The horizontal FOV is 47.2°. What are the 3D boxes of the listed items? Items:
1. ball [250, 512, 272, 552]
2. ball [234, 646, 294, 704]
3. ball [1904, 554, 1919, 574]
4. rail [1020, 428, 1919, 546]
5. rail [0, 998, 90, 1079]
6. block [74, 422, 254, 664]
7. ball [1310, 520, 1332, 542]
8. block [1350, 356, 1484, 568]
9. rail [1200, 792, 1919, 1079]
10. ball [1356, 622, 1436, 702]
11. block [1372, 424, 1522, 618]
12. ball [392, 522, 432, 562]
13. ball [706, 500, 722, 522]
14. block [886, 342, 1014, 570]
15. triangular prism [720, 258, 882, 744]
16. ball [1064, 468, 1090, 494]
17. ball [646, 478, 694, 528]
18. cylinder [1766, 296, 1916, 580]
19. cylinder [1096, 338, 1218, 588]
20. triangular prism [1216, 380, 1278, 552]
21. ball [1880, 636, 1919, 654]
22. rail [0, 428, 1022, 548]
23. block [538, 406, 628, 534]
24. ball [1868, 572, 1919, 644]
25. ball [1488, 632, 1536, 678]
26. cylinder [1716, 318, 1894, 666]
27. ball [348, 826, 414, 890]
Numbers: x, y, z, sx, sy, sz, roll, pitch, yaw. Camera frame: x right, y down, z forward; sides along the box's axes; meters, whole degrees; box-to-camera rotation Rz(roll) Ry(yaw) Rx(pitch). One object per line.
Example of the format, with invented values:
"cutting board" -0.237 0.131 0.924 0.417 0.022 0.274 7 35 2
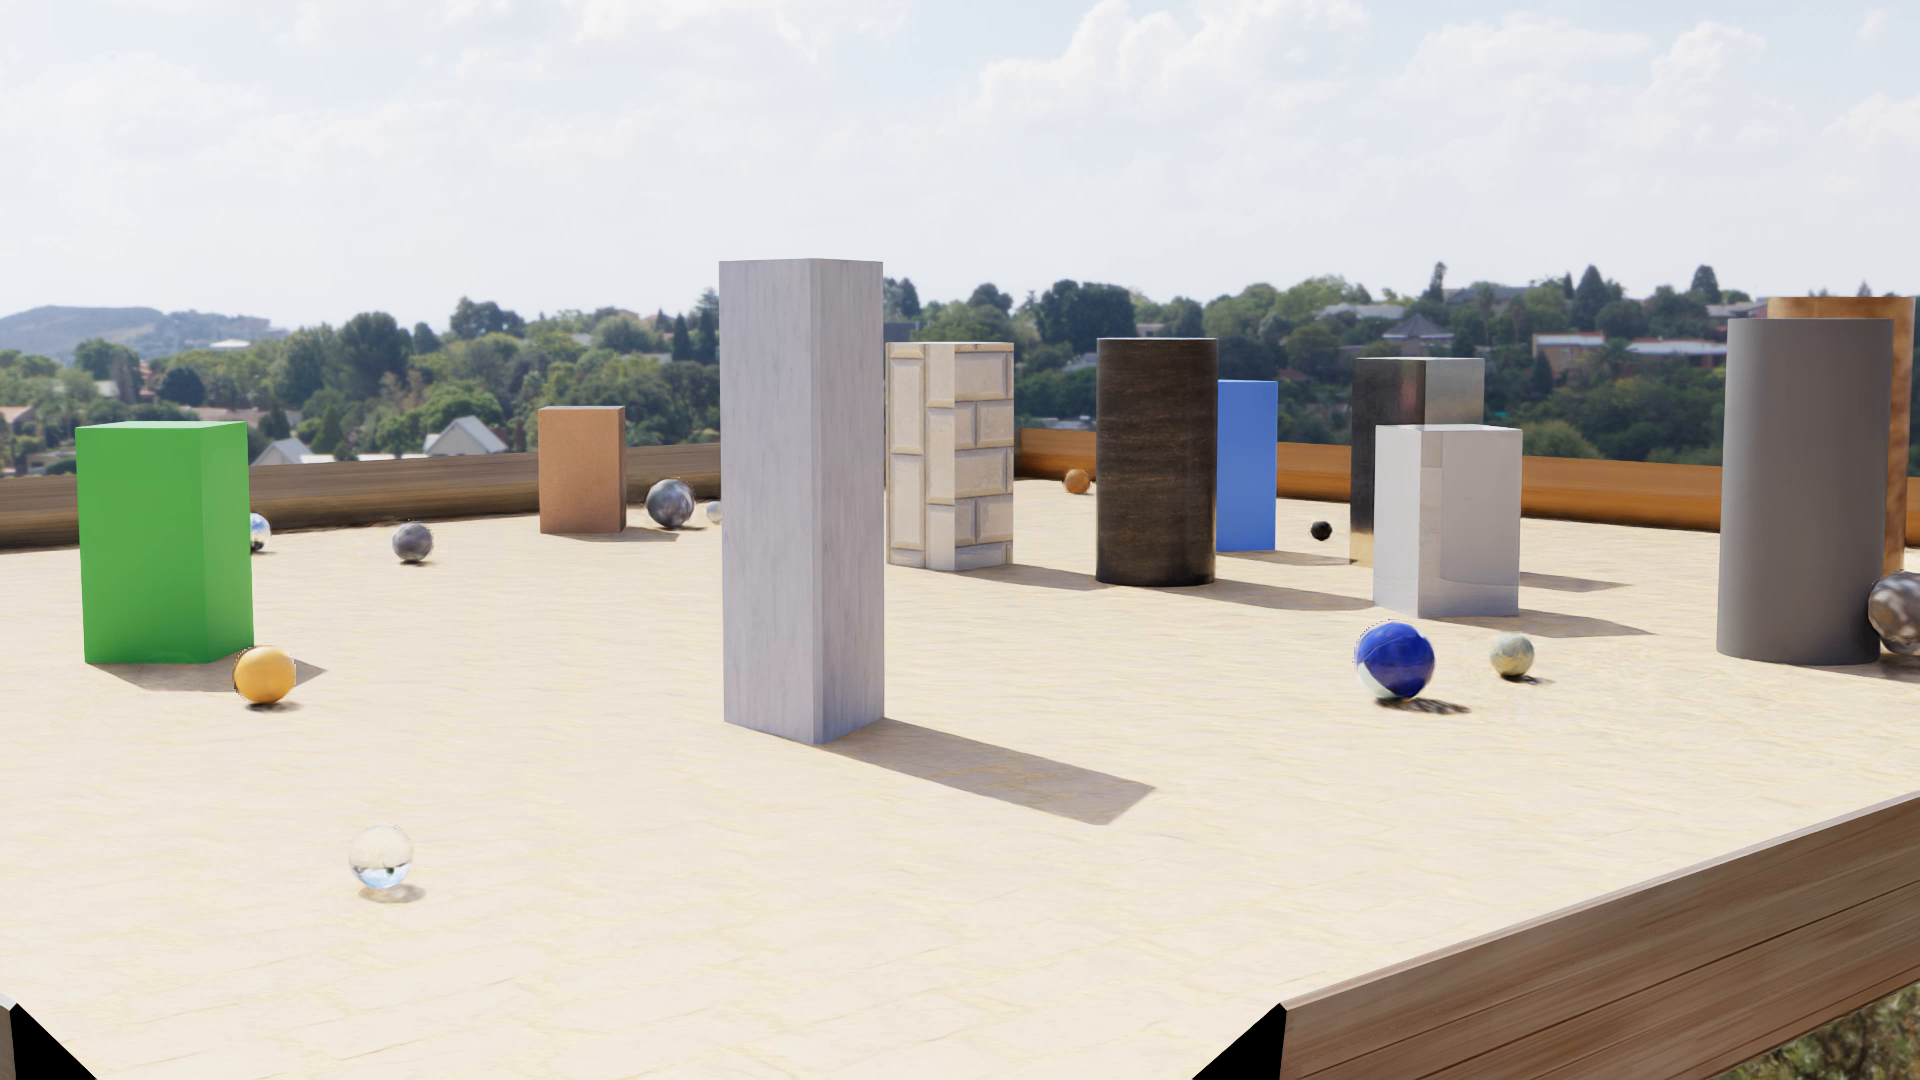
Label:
"ball" -1.315 -0.014 4.075 0.074 0.074 0.074 0 6 0
"ball" -0.790 0.154 2.500 0.065 0.065 0.065 0 6 0
"ball" 1.458 0.058 3.380 0.074 0.074 0.074 0 6 0
"rail" 1.381 -0.098 4.599 0.045 0.130 3.638 -5 8 -42
"rail" -1.381 0.166 2.064 0.045 0.130 3.638 -5 8 -42
"block" -1.029 -0.001 2.855 0.160 0.299 0.160 0 6 3
"ball" 0.701 -0.018 4.269 0.040 0.040 0.040 0 6 0
"block" 0.797 -0.135 3.839 0.160 0.363 0.160 -5 8 -39
"rail" 1.218 0.170 2.019 3.806 0.130 0.045 -5 8 -42
"ball" 0.498 0.139 2.517 0.090 0.090 0.090 0 6 0
"block" 0.724 -0.031 3.277 0.160 0.273 0.160 -1 6 -13
"ball" -0.975 0.004 3.912 0.071 0.071 0.071 0 6 0
"ball" -0.514 -0.060 4.641 0.047 0.047 0.047 0 6 0
"block" -0.018 -0.152 3.874 0.160 0.389 0.160 5 8 40
"triangular prism" -0.143 -0.048 2.353 0.150 0.497 0.173 -5 8 -40
"ball" 0.286 -0.143 5.358 0.063 0.063 0.063 0 6 0
"ball" -0.598 -0.076 4.544 0.100 0.100 0.100 0 6 0
"cylinder" 1.273 -0.120 3.202 0.200 0.464 0.200 0 6 0
"cylinder" 0.325 -0.133 3.636 0.200 0.400 0.200 0 6 0
"triangular prism" 0.490 -0.143 4.152 0.173 0.314 0.150 -1 6 -12
"ball" 1.221 0.119 2.848 0.059 0.059 0.059 0 6 0
"rail" -1.218 -0.103 4.644 3.806 0.130 0.045 -5 8 -42
"block" -0.770 -0.146 4.495 0.160 0.248 0.160 0 6 -4
"ball" 1.184 0.085 2.750 0.091 0.091 0.091 0 6 0
"ball" 0.672 0.140 2.679 0.055 0.055 0.055 0 6 0
"cylinder" 1.092 -0.068 2.846 0.200 0.435 0.200 0 6 0
"ball" -0.448 0.245 1.701 0.049 0.049 0.049 0 6 0
